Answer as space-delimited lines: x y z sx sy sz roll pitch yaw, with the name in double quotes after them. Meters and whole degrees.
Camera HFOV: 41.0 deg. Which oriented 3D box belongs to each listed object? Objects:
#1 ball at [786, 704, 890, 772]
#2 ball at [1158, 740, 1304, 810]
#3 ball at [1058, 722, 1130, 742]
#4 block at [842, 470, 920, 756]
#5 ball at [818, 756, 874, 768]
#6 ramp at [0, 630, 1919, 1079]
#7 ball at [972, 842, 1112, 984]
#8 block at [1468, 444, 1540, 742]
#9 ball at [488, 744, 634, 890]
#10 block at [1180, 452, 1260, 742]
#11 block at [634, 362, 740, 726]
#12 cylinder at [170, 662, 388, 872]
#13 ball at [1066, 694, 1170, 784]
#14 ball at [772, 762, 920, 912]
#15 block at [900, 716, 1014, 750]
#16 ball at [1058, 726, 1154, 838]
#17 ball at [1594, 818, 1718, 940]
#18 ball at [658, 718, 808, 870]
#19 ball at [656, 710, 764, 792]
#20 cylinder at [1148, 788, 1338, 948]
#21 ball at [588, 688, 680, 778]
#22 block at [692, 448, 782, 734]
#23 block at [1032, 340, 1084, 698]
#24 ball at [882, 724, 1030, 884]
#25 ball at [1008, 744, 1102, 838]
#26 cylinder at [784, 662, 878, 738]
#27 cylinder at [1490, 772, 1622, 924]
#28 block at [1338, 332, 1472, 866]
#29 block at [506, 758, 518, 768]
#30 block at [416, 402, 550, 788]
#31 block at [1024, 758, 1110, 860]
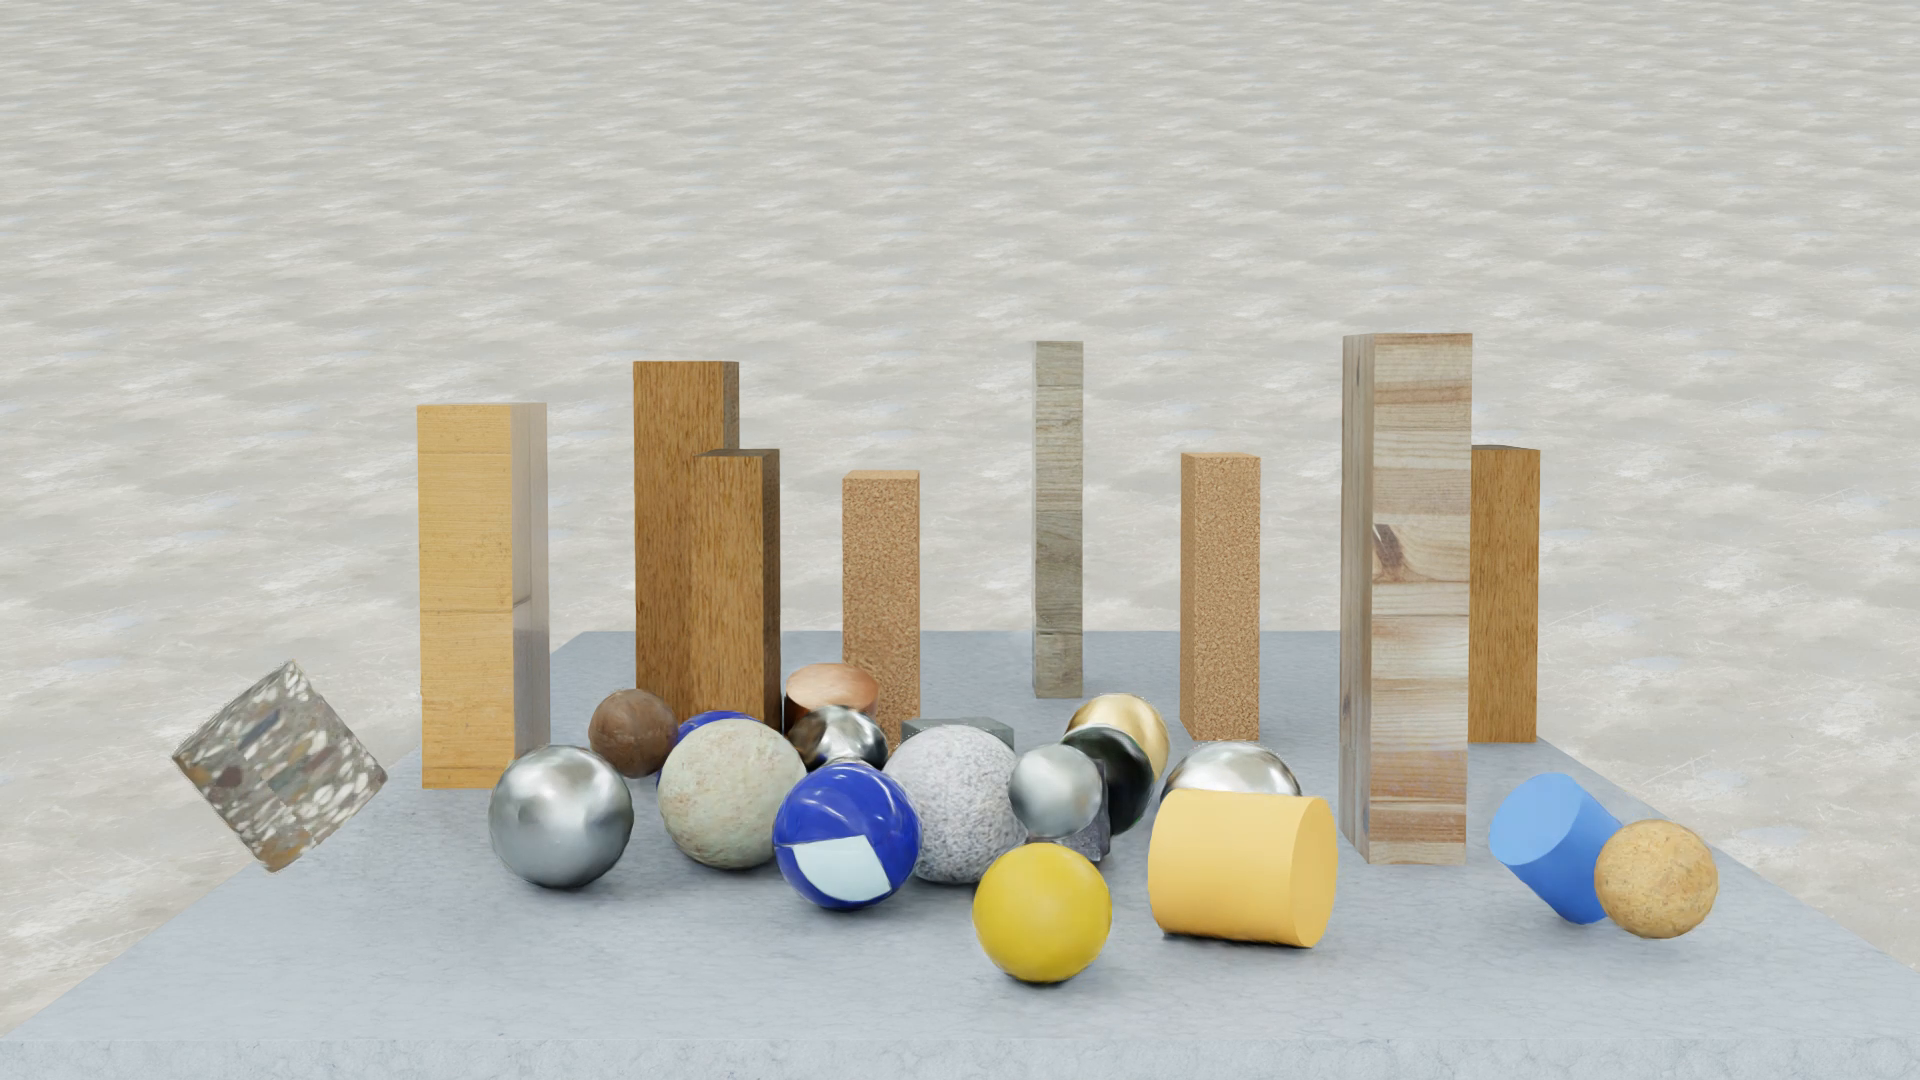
-0.186 0.327 3.845 0.161 0.161 0.161 0 19 0 "ball"
0.348 0.350 3.283 0.187 0.187 0.187 0 19 0 "ball"
0.202 0.340 3.786 0.143 0.143 0.143 0 19 0 "ball"
-0.130 0.132 4.331 0.120 0.486 0.363 0 4 0 "block"
-0.159 0.364 3.580 0.122 0.122 0.122 0 19 0 "ball"
0.046 0.412 4.536 2.000 0.100 4.000 0 4 0 "ramp"
0.089 0.402 2.770 0.151 0.151 0.151 0 19 0 "ball"
0.950 0.090 4.705 0.147 0.520 0.328 0 4 0 "block"
-0.509 0.353 3.276 0.184 0.184 0.184 0 19 0 "ball"
0.475 0.097 4.707 0.116 0.506 0.288 0 4 0 "block"
-0.459 0.036 4.357 0.146 0.676 0.317 0 4 0 "block"
-0.792 0.264 2.990 0.175 0.175 0.175 -36 11 8 "cylinder"
0.241 0.318 3.950 0.164 0.164 0.164 0 19 0 "ball"
-0.139 0.363 3.142 0.181 0.181 0.181 0 19 0 "ball"
-0.005 0.341 3.804 0.137 0.137 0.137 -1 4 -16 "block"
0.195 0.342 3.627 0.158 0.158 0.158 0 19 0 "ball"
0.780 0.380 2.877 0.134 0.134 0.134 0 19 0 "ball"
-0.299 0.336 3.397 0.201 0.201 0.201 0 19 0 "ball"
-0.332 0.331 3.589 0.187 0.187 0.187 0 19 0 "ball"
0.329 0.379 2.976 0.171 0.171 0.171 2 18 26 "cylinder"
-0.446 0.264 3.507 0.123 0.123 0.123 0 19 0 "ball"
-0.332 0.138 3.854 0.101 0.538 0.367 0 4 0 "block"
0.200 -0.049 5.300 0.094 0.719 0.275 0 4 0 "block"
-0.008 0.340 3.302 0.205 0.205 0.205 0 19 0 "ball"
0.118 0.309 3.167 0.117 0.117 0.117 0 19 0 "ball"
-0.206 0.295 4.063 0.146 0.146 0.146 4 30 -2 "cylinder"
0.723 0.367 3.057 0.130 0.130 0.130 41 4 -24 "cylinder"
0.611 0.072 3.546 0.129 0.709 0.279 0 4 0 "block"
-0.585 0.369 3.626 0.107 0.107 0.107 -1 4 -7 "block"
-0.779 0.079 4.226 0.146 0.606 0.363 0 4 0 "block"
0.129 0.362 3.435 0.125 0.125 0.125 -4 -2 10 "block"
